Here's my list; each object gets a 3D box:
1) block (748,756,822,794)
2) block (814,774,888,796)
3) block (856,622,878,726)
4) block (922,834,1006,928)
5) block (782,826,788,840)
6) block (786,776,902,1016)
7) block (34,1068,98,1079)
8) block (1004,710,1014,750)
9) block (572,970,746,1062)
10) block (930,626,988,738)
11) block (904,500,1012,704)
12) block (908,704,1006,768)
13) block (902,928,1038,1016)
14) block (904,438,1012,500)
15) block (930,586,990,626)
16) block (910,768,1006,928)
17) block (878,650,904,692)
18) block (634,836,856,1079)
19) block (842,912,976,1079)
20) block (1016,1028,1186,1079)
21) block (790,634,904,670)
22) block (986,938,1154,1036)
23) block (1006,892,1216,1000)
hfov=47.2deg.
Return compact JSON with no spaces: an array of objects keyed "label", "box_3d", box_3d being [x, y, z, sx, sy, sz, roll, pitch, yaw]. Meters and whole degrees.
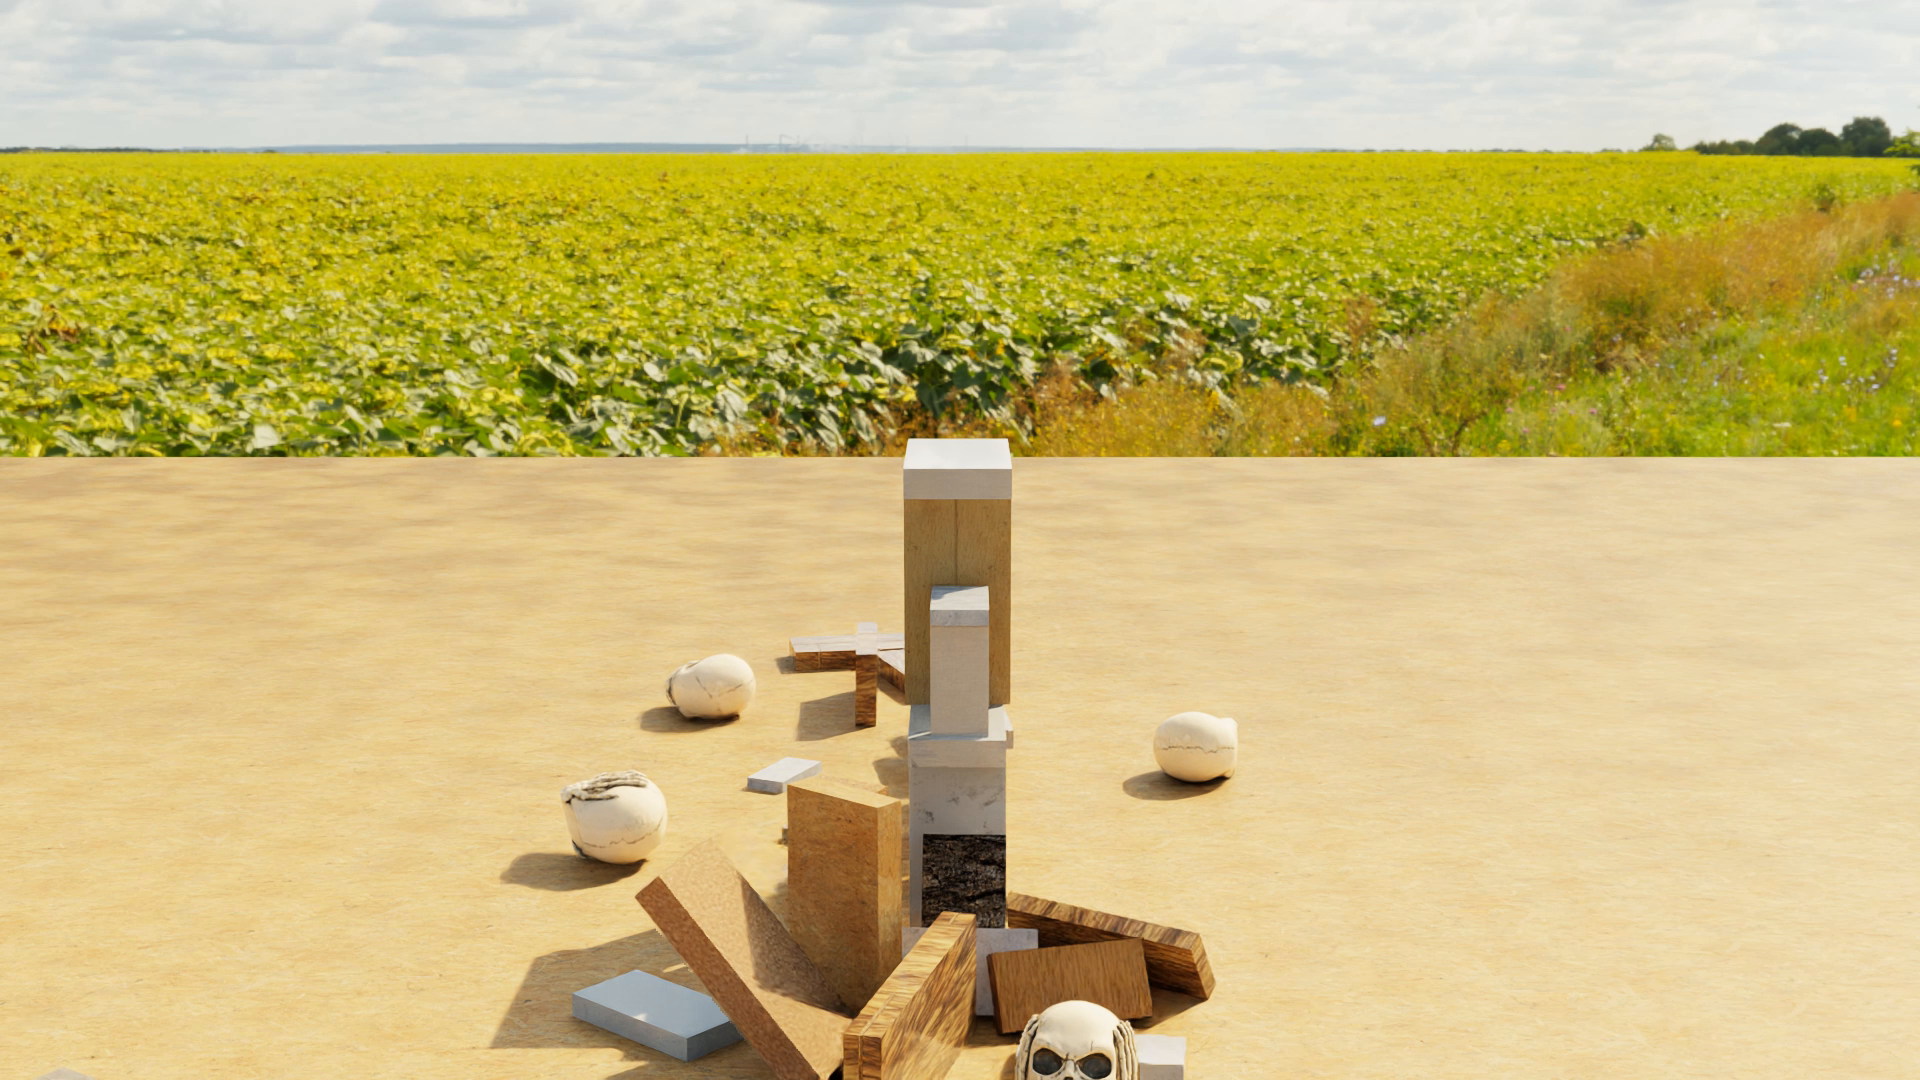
[{"label":"block","box_3d":[-0.343,0.460,4.309,0.078,0.022,0.157,5,12,24]},{"label":"block","box_3d":[-0.224,0.480,4.203,0.157,0.022,0.078,6,12,30]},{"label":"block","box_3d":[-0.205,0.292,4.840,0.045,0.158,0.316,1,10,-2]},{"label":"block","box_3d":[0.005,0.555,3.213,0.122,0.244,0.035,0,-14,2]},{"label":"block","box_3d":[-0.240,0.520,3.986,0.078,0.022,0.157,9,14,38]},{"label":"block","box_3d":[-0.163,0.521,3.098,0.172,0.345,0.049,9,14,39]},{"label":"block","box_3d":[-1.151,0.728,2.863,0.158,0.022,0.079,6,12,31]},{"label":"block","box_3d":[0.017,0.359,4.530,0.143,0.040,0.285,-3,19,-8]},{"label":"block","box_3d":[-0.425,0.674,3.125,0.244,0.035,0.122,9,14,40]},{"label":"block","box_3d":[-0.001,0.211,3.350,0.089,0.177,0.025,0,10,0]},{"label":"block","box_3d":[-0.004,0.093,3.541,0.171,0.341,0.048,0,10,0]},{"label":"block","box_3d":[-0.005,0.298,3.485,0.149,0.042,0.299,0,10,0]},{"label":"block","box_3d":[-0.010,0.621,3.161,0.244,0.122,0.035,0,-14,2]},{"label":"block","box_3d":[-0.004,-0.119,3.617,0.171,0.048,0.341,0,10,0]},{"label":"block","box_3d":[0.000,0.101,3.390,0.089,0.025,0.177,0,10,0]},{"label":"block","box_3d":[-0.004,0.483,3.427,0.149,0.299,0.042,0,9,0]},{"label":"block","box_3d":[-0.078,0.308,5.066,0.158,0.045,0.316,-4,11,-20]},{"label":"block","box_3d":[-0.278,0.573,2.963,0.049,0.345,0.172,-40,-3,20]},{"label":"block","box_3d":[-0.060,0.647,2.892,0.049,0.172,0.443,3,11,15]},{"label":"block","box_3d":[0.192,0.700,2.973,0.223,0.032,0.112,1,7,8]},{"label":"block","box_3d":[-0.245,0.268,5.283,0.316,0.045,0.158,-2,11,-10]},{"label":"block","box_3d":[0.156,0.634,3.123,0.223,0.112,0.032,-3,-20,-15]},{"label":"block","box_3d":[0.219,0.604,3.285,0.325,0.112,0.032,7,44,33]}]
